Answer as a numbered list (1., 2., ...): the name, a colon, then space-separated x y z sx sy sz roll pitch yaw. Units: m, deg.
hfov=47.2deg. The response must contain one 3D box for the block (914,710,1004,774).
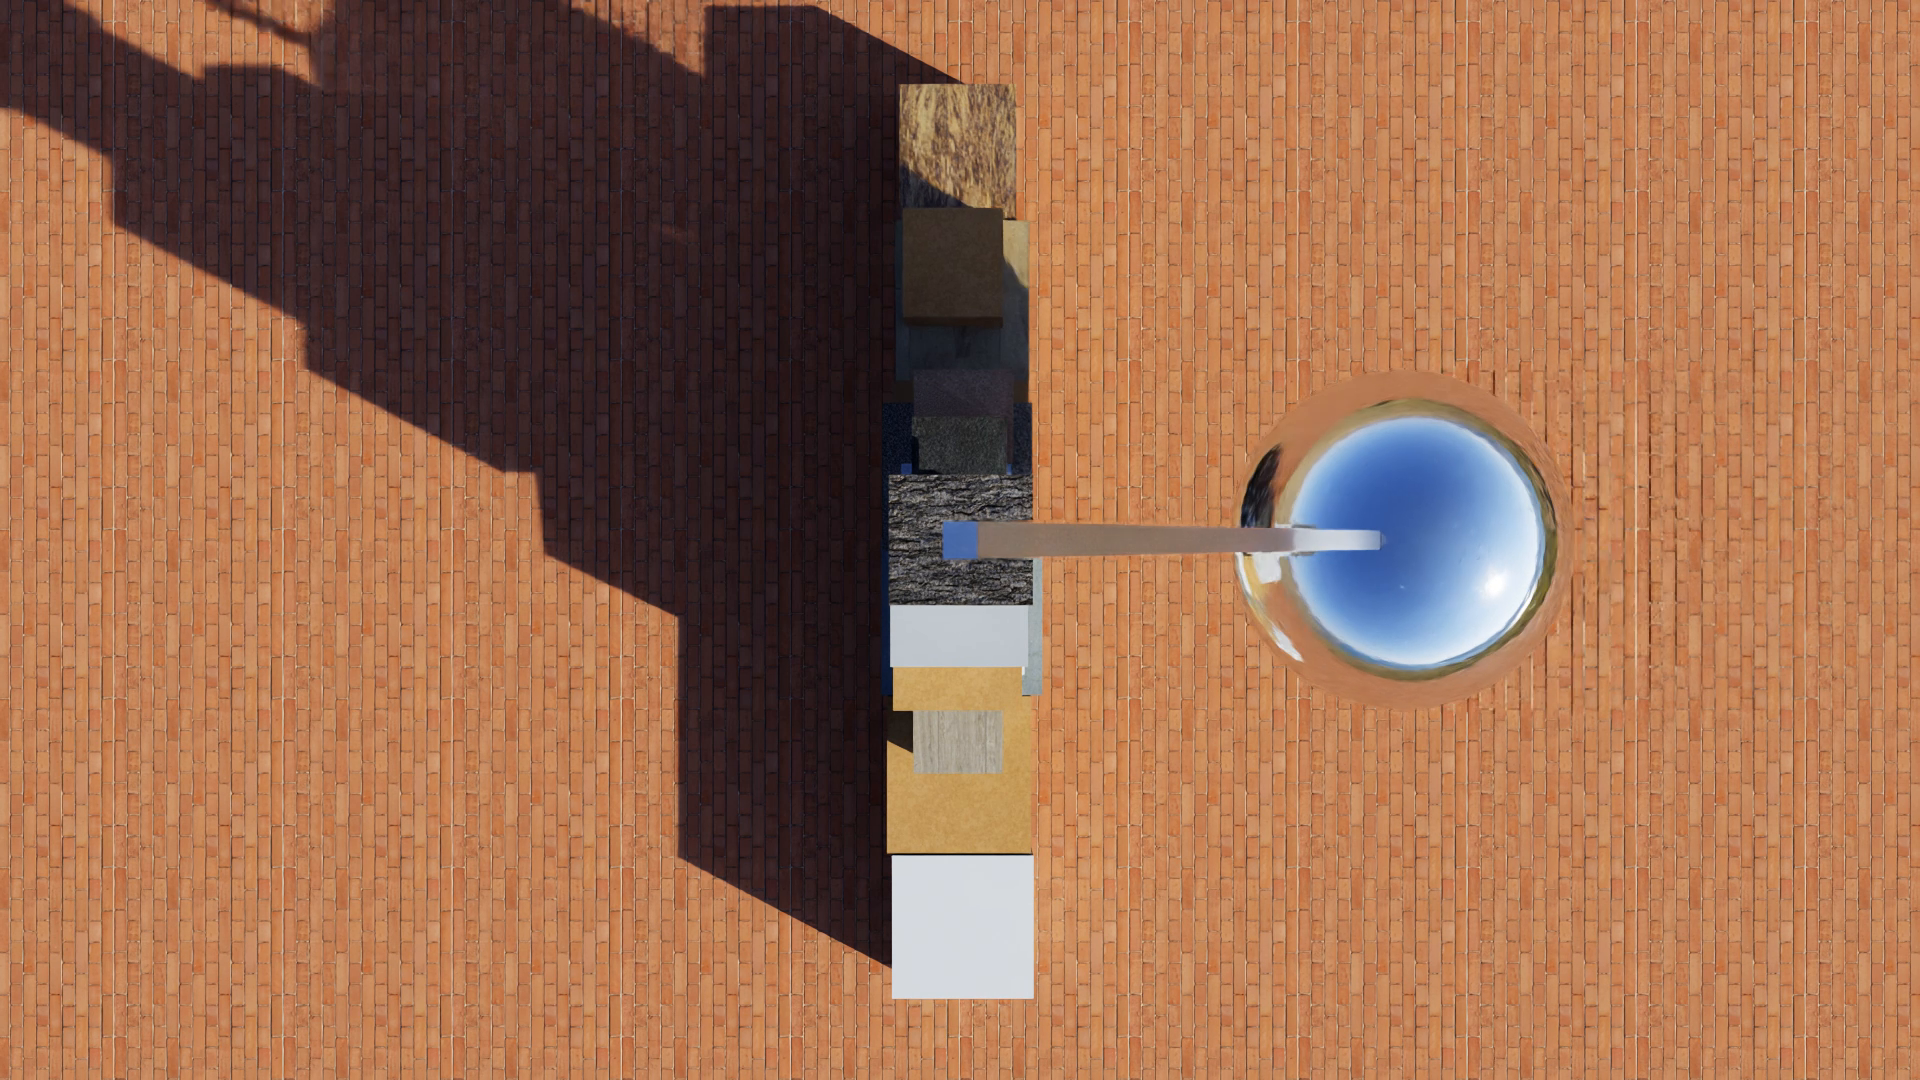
1. block: -0.010 0.980 11.935 0.476 0.569 0.475 0 95 0

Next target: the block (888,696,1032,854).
1. block: -0.005 1.308 12.619 0.801 0.763 0.874 0 90 0

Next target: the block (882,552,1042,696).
1. block: 0.010 0.427 12.605 0.896 0.789 0.868 0 90 0

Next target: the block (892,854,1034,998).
1. block: 0.015 2.152 12.611 0.787 0.778 0.794 0 90 0

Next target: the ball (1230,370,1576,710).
1. ball: 2.074 0.000 10.363 1.600 1.600 1.600 0 90 0

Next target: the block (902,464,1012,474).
1. block: -0.019 -0.088 11.122 0.543 0.535 0.578 0 90 0

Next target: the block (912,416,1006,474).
1. block: -0.003 -0.351 10.644 0.452 0.423 0.471 0 90 0

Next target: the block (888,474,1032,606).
1. block: 0.004 0.000 9.493 0.605 0.545 0.549 0 90 0

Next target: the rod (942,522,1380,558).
1. rod: 0.899 0.000 7.172 0.080 5.200 0.080 0 90 20

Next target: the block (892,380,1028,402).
1. block: 0.004 -0.447 12.565 0.748 0.871 0.861 0 90 0

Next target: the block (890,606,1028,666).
1. block: -0.004 0.240 10.511 0.636 0.689 0.691 0 90 0

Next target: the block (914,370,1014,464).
1. block: 0.019 -0.615 11.136 0.494 0.507 0.455 0 90 0

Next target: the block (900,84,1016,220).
1. block: -0.012 -2.169 12.647 0.656 0.707 0.760 0 90 0

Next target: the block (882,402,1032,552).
1. block: -0.014 -0.326 11.760 0.775 0.740 0.769 0 90 0

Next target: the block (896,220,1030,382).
1. block: 0.013 -1.334 12.632 0.747 0.736 0.891 0 90 0

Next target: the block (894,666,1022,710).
1. block: -0.012 0.527 11.215 0.636 0.715 0.632 0 90 0

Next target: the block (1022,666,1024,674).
1. block: 0.014 0.389 11.892 0.652 0.639 0.641 0 90 0

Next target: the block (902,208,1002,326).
1. block: -0.035 -1.484 12.019 0.536 0.473 0.584 0 89 1
